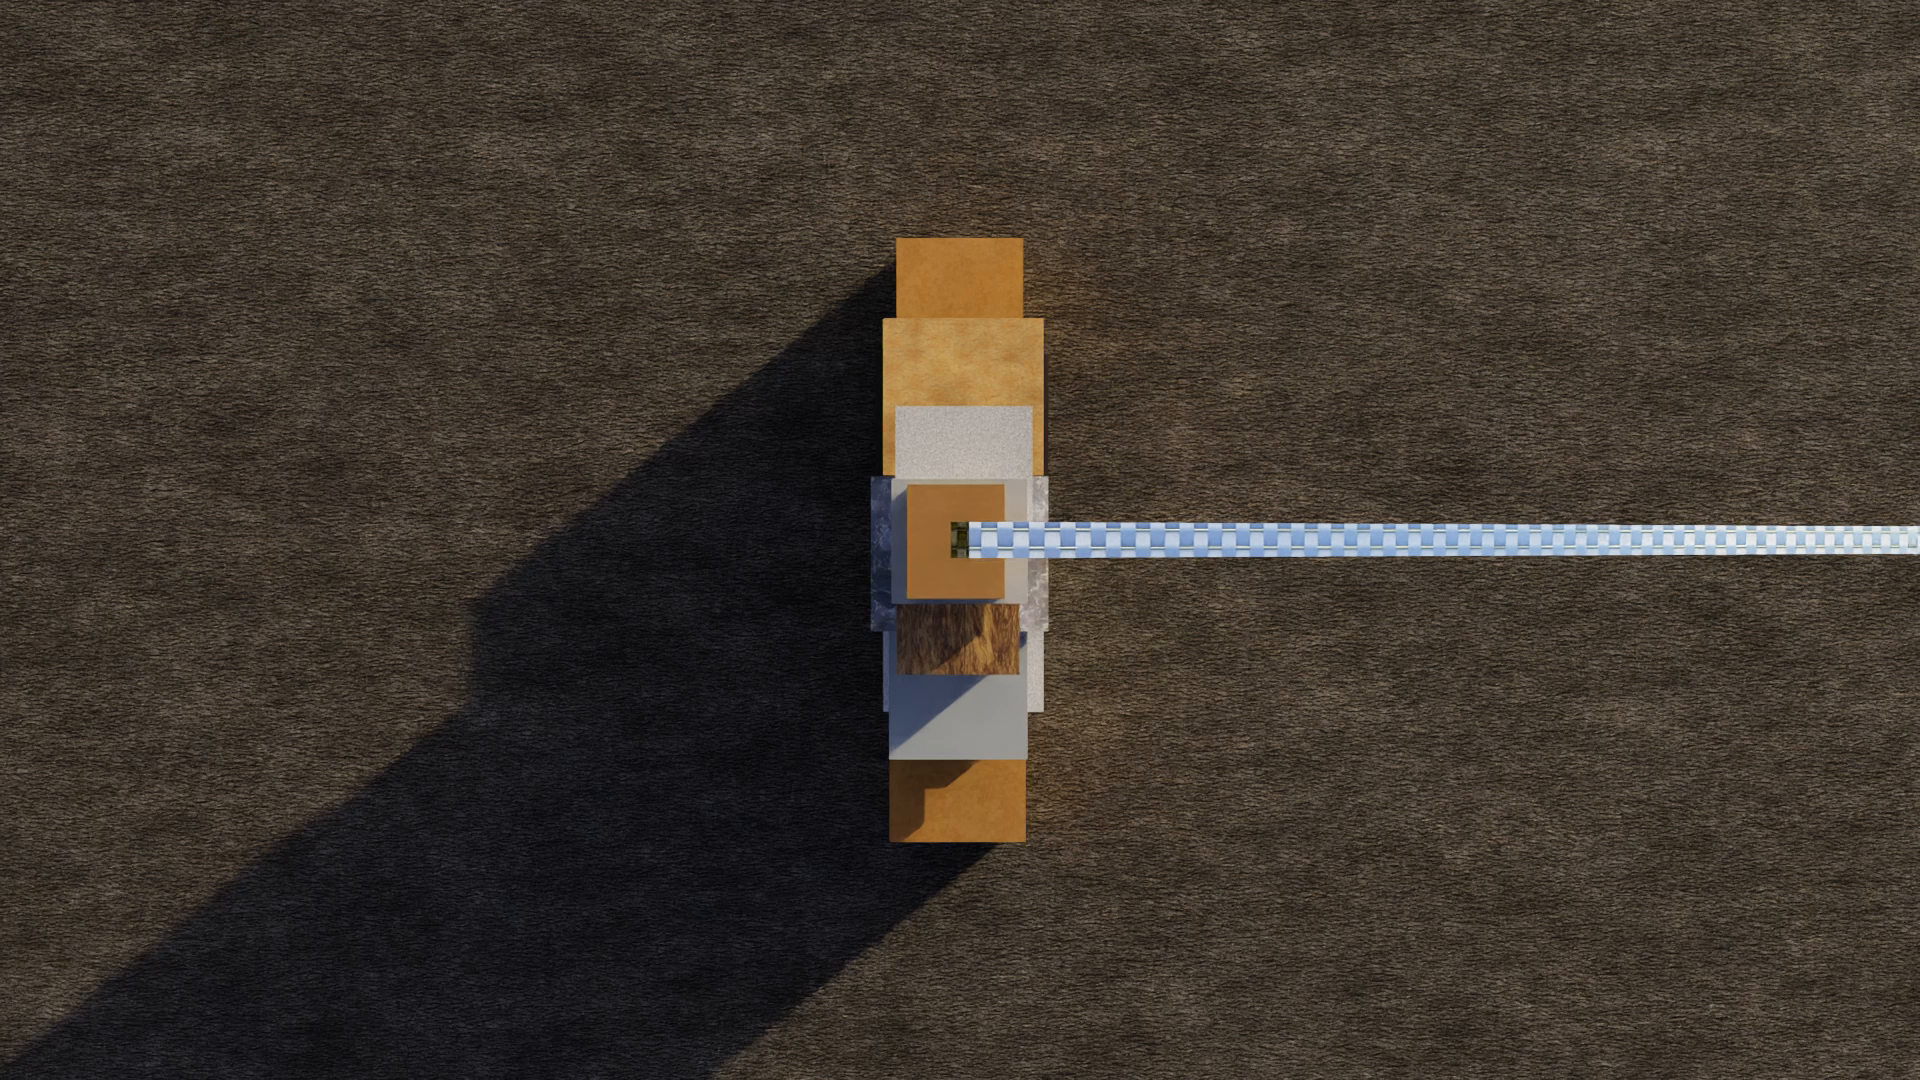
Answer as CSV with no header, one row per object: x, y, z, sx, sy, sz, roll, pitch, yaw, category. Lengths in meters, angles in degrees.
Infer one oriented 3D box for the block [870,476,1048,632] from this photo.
-0.002,0.068,11.542,0.895,0.922,0.782,0,90,0,block

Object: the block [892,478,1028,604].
-0.003,0.005,10.163,0.610,0.580,0.561,0,90,0,block

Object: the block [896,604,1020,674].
-0.009,0.320,10.795,0.587,0.572,0.647,0,90,0,block

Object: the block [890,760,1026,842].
-0.014,1.319,12.624,0.759,0.752,0.729,0,90,0,block

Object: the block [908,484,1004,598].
-0.017,0.006,9.667,0.420,0.410,0.493,0,90,0,block

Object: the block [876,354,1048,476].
0.012,-0.520,12.501,0.940,0.997,0.993,0,90,0,block

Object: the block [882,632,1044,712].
0.018,0.465,12.544,0.884,0.913,0.958,0,90,0,block

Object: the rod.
2.234,0.000,6.208,5.200,0.080,0.080,0,90,-31,rod

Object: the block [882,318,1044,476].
0.017,-0.737,11.648,0.825,0.709,0.805,0,90,0,block

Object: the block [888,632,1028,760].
-0.010,0.803,11.749,0.718,0.676,0.672,0,90,0,block

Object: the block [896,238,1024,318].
0.000,-1.355,12.628,0.706,0.745,0.657,0,90,0,block

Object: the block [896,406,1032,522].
0.019,-0.325,10.766,0.653,0.628,0.624,0,90,0,block
